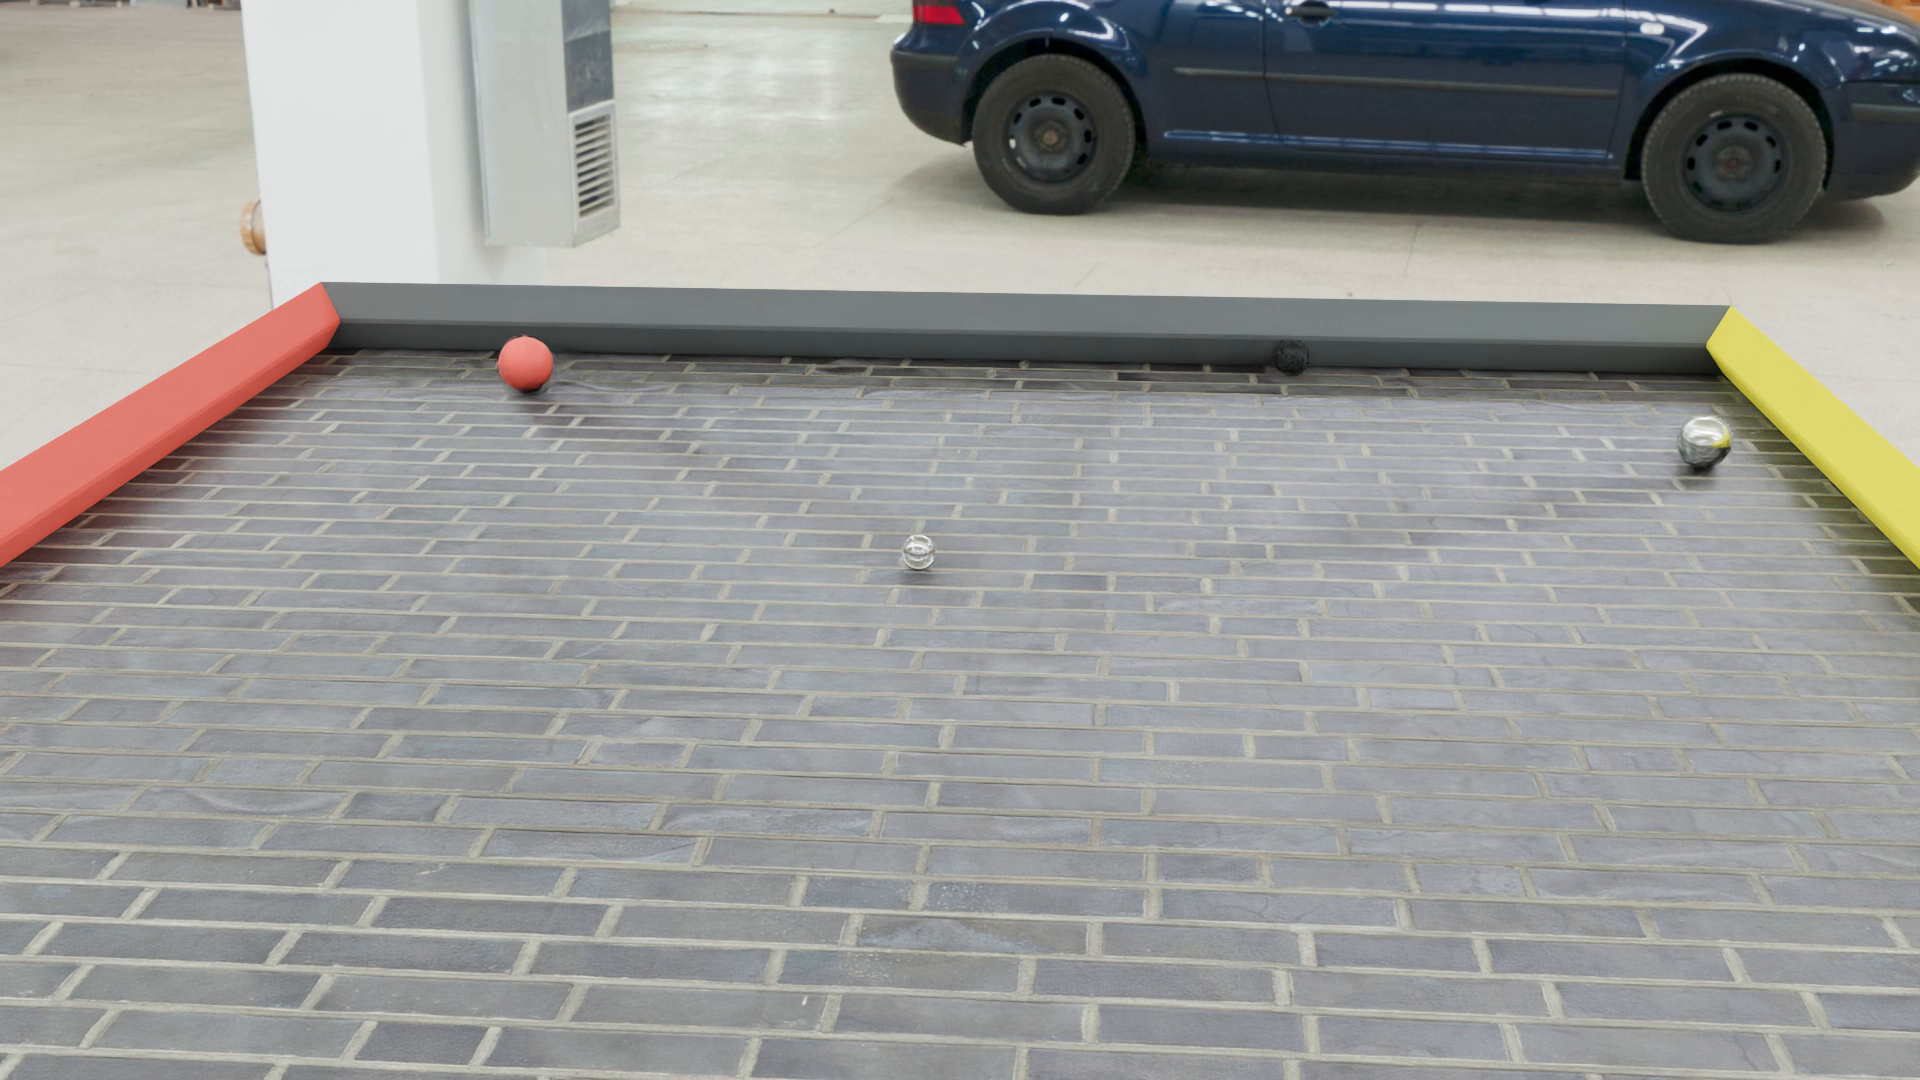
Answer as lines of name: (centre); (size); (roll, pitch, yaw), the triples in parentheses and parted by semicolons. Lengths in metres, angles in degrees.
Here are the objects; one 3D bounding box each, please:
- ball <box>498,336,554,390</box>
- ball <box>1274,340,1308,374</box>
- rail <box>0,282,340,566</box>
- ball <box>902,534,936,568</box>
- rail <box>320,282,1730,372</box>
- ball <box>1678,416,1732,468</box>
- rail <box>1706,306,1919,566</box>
ball: (-0.692, -0.281, 3.502); (0.087, 0.087, 0.087); (0, 19, 0)
ball: (0.541, -0.299, 3.604); (0.056, 0.056, 0.056); (0, 19, 0)
rail: (-1.234, 0.282, 1.797); (0.045, 0.113, 4.184); (1, 19, 4)
ball: (-0.050, 0.014, 2.699); (0.043, 0.043, 0.043); (0, 19, 0)
rail: (0.080, -0.351, 3.664); (2.358, 0.113, 0.045); (1, 19, 4)
ball: (1.050, -0.138, 3.101); (0.073, 0.073, 0.073); (0, 19, 0)
rail: (1.070, 0.340, 1.625); (0.045, 0.113, 4.184); (1, 19, 4)
